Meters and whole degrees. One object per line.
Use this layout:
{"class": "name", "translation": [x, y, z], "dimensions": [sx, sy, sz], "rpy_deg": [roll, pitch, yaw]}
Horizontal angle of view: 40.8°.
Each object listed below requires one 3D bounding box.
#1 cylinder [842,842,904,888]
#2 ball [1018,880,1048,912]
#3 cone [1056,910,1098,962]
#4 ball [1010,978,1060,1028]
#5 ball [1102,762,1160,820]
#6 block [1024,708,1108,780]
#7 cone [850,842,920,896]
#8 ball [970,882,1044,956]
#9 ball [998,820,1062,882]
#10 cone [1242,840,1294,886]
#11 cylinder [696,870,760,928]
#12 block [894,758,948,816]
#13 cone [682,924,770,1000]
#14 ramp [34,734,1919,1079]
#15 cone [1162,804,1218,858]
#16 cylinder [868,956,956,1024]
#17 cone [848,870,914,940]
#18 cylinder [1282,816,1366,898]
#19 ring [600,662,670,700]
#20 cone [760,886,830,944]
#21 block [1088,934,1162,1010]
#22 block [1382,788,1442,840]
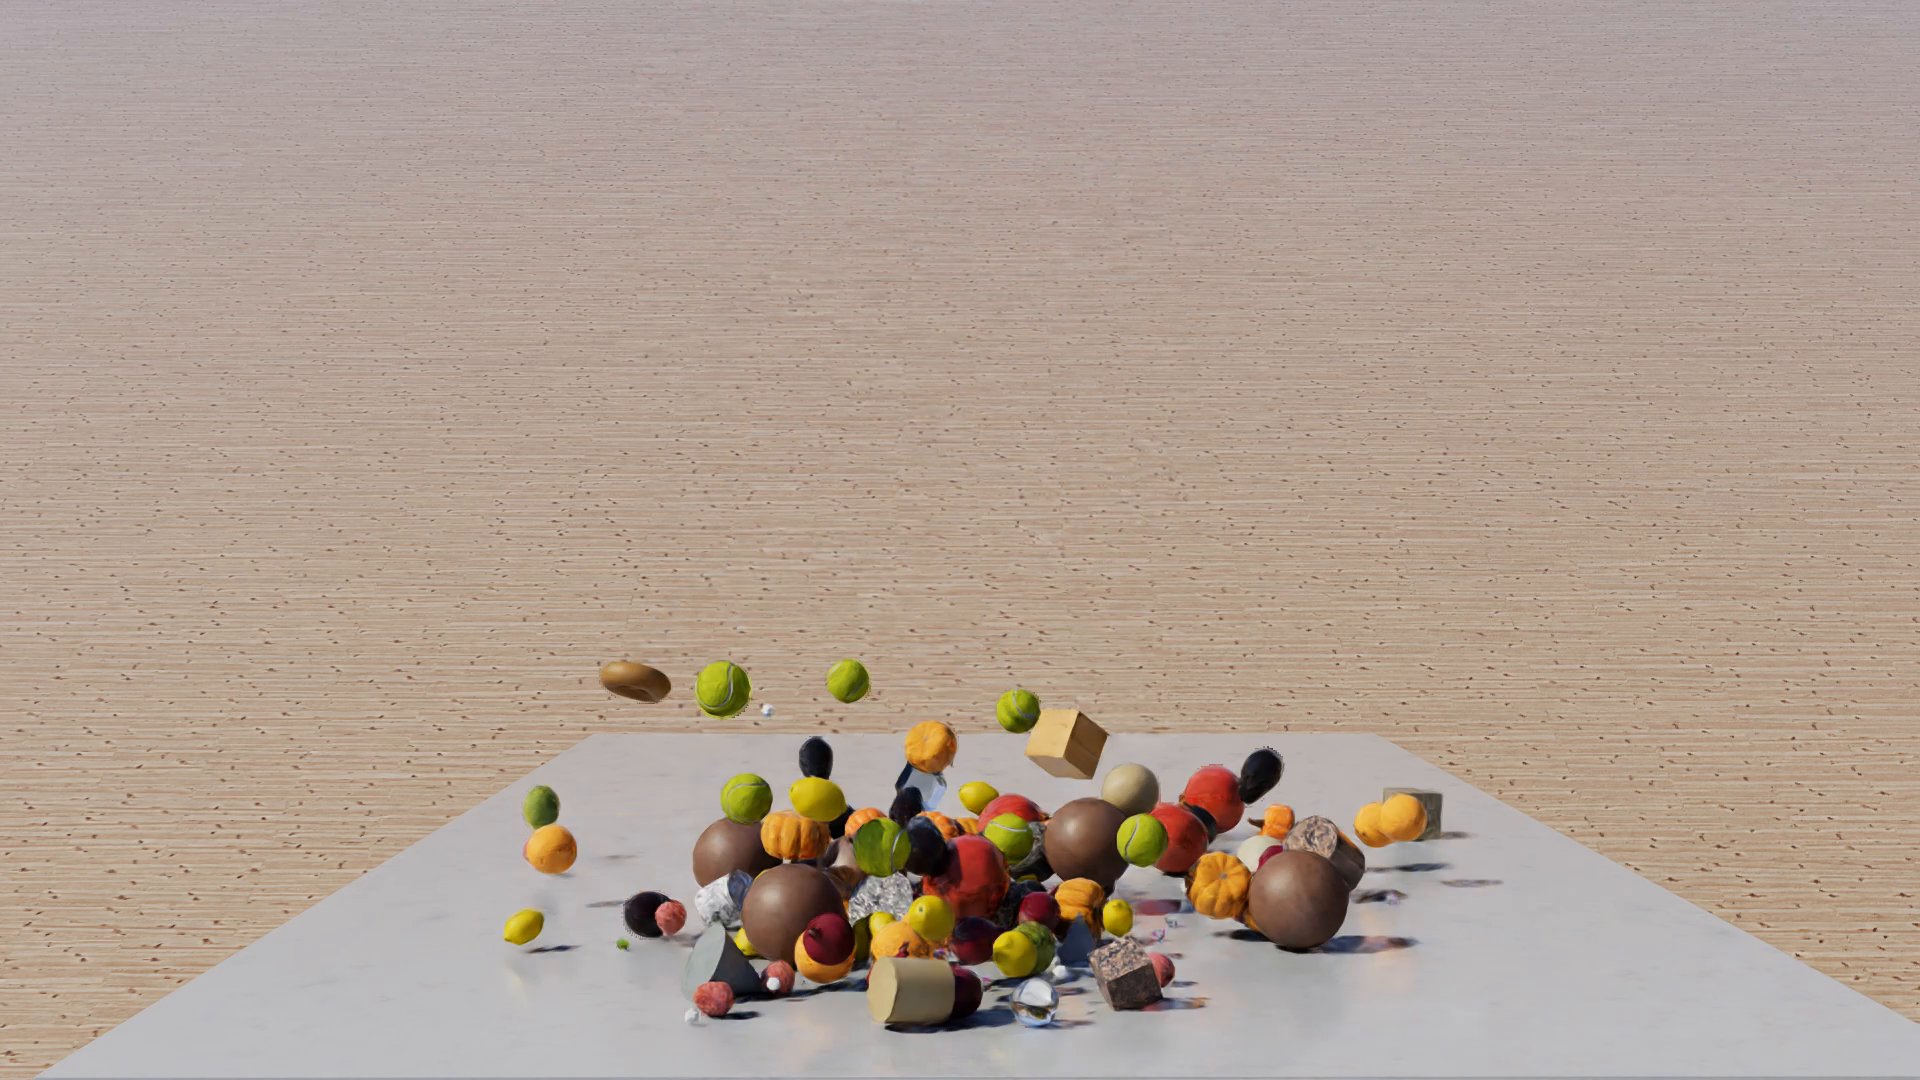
{"class": "cylinder", "translation": [-0.131, 0.492, 3.906], "dimensions": [0.069, 0.069, 0.069], "rpy_deg": [0, 24, -35]}
{"class": "ball", "translation": [0.097, 0.503, 3.615], "dimensions": [0.054, 0.054, 0.054], "rpy_deg": [0, 28, 0]}
{"class": "cone", "translation": [0.152, 0.504, 3.304], "dimensions": [0.060, 0.060, 0.060], "rpy_deg": [0, 1, 0]}
{"class": "ball", "translation": [0.083, 0.512, 2.860], "dimensions": [0.054, 0.054, 0.054], "rpy_deg": [0, 28, 0]}
{"class": "ball", "translation": [0.249, 0.367, 3.775], "dimensions": [0.085, 0.085, 0.085], "rpy_deg": [0, 28, 0]}
{"class": "block", "translation": [0.179, 0.345, 4.366], "dimensions": [0.087, 0.087, 0.087], "rpy_deg": [-1, 60, 44]}
{"class": "cone", "translation": [-0.099, 0.507, 3.822], "dimensions": [0.092, 0.092, 0.092], "rpy_deg": [27, 27, -9]}
{"class": "ball", "translation": [0.061, 0.486, 3.315], "dimensions": [0.095, 0.095, 0.095], "rpy_deg": [0, 28, 0]}
{"class": "ball", "translation": [0.102, 0.454, 3.752], "dimensions": [0.092, 0.092, 0.092], "rpy_deg": [0, 28, 0]}
{"class": "cone", "translation": [0.458, 0.508, 3.939], "dimensions": [0.082, 0.082, 0.082], "rpy_deg": [11, 15, 19]}
{"class": "cylinder", "translation": [-0.316, 0.490, 3.515], "dimensions": [0.062, 0.062, 0.062], "rpy_deg": [-30, 13, 31]}
{"class": "block", "translation": [-0.069, 0.442, 4.631], "dimensions": [0.064, 0.064, 0.064], "rpy_deg": [16, 56, 23]}
{"class": "cone", "translation": [-0.262, 0.515, 3.045], "dimensions": [0.096, 0.096, 0.096], "rpy_deg": [29, 20, -22]}
{"class": "ramp", "translation": [0.063, 0.569, 4.609], "dimensions": [2.000, 0.100, 4.000], "rpy_deg": [0, 1, 0]}
{"class": "cone", "translation": [0.374, 0.502, 4.275], "dimensions": [0.092, 0.092, 0.092], "rpy_deg": [6, 29, 12]}
{"class": "cylinder", "translation": [-0.054, 0.498, 2.854], "dimensions": [0.072, 0.072, 0.072], "rpy_deg": [8, 23, -26]}
{"class": "cone", "translation": [-0.082, 0.497, 3.409], "dimensions": [0.097, 0.097, 0.097], "rpy_deg": [-14, 58, 23]}
{"class": "cylinder", "translation": [0.535, 0.466, 3.795], "dimensions": [0.090, 0.090, 0.090], "rpy_deg": [-23, 46, 26]}
{"class": "ring", "translation": [-0.533, 0.232, 4.240], "dimensions": [0.117, 0.117, 0.039], "rpy_deg": [7, 70, 13]}
{"class": "cone", "translation": [-0.207, 0.513, 3.415], "dimensions": [0.084, 0.084, 0.084], "rpy_deg": [27, 33, 5]}
{"class": "block", "translation": [0.190, 0.501, 2.969], "dimensions": [0.058, 0.058, 0.058], "rpy_deg": [-23, 32, -8]}
{"class": "block", "translation": [0.788, 0.477, 4.508], "dimensions": [0.081, 0.081, 0.081], "rpy_deg": [2, 0, -9]}
